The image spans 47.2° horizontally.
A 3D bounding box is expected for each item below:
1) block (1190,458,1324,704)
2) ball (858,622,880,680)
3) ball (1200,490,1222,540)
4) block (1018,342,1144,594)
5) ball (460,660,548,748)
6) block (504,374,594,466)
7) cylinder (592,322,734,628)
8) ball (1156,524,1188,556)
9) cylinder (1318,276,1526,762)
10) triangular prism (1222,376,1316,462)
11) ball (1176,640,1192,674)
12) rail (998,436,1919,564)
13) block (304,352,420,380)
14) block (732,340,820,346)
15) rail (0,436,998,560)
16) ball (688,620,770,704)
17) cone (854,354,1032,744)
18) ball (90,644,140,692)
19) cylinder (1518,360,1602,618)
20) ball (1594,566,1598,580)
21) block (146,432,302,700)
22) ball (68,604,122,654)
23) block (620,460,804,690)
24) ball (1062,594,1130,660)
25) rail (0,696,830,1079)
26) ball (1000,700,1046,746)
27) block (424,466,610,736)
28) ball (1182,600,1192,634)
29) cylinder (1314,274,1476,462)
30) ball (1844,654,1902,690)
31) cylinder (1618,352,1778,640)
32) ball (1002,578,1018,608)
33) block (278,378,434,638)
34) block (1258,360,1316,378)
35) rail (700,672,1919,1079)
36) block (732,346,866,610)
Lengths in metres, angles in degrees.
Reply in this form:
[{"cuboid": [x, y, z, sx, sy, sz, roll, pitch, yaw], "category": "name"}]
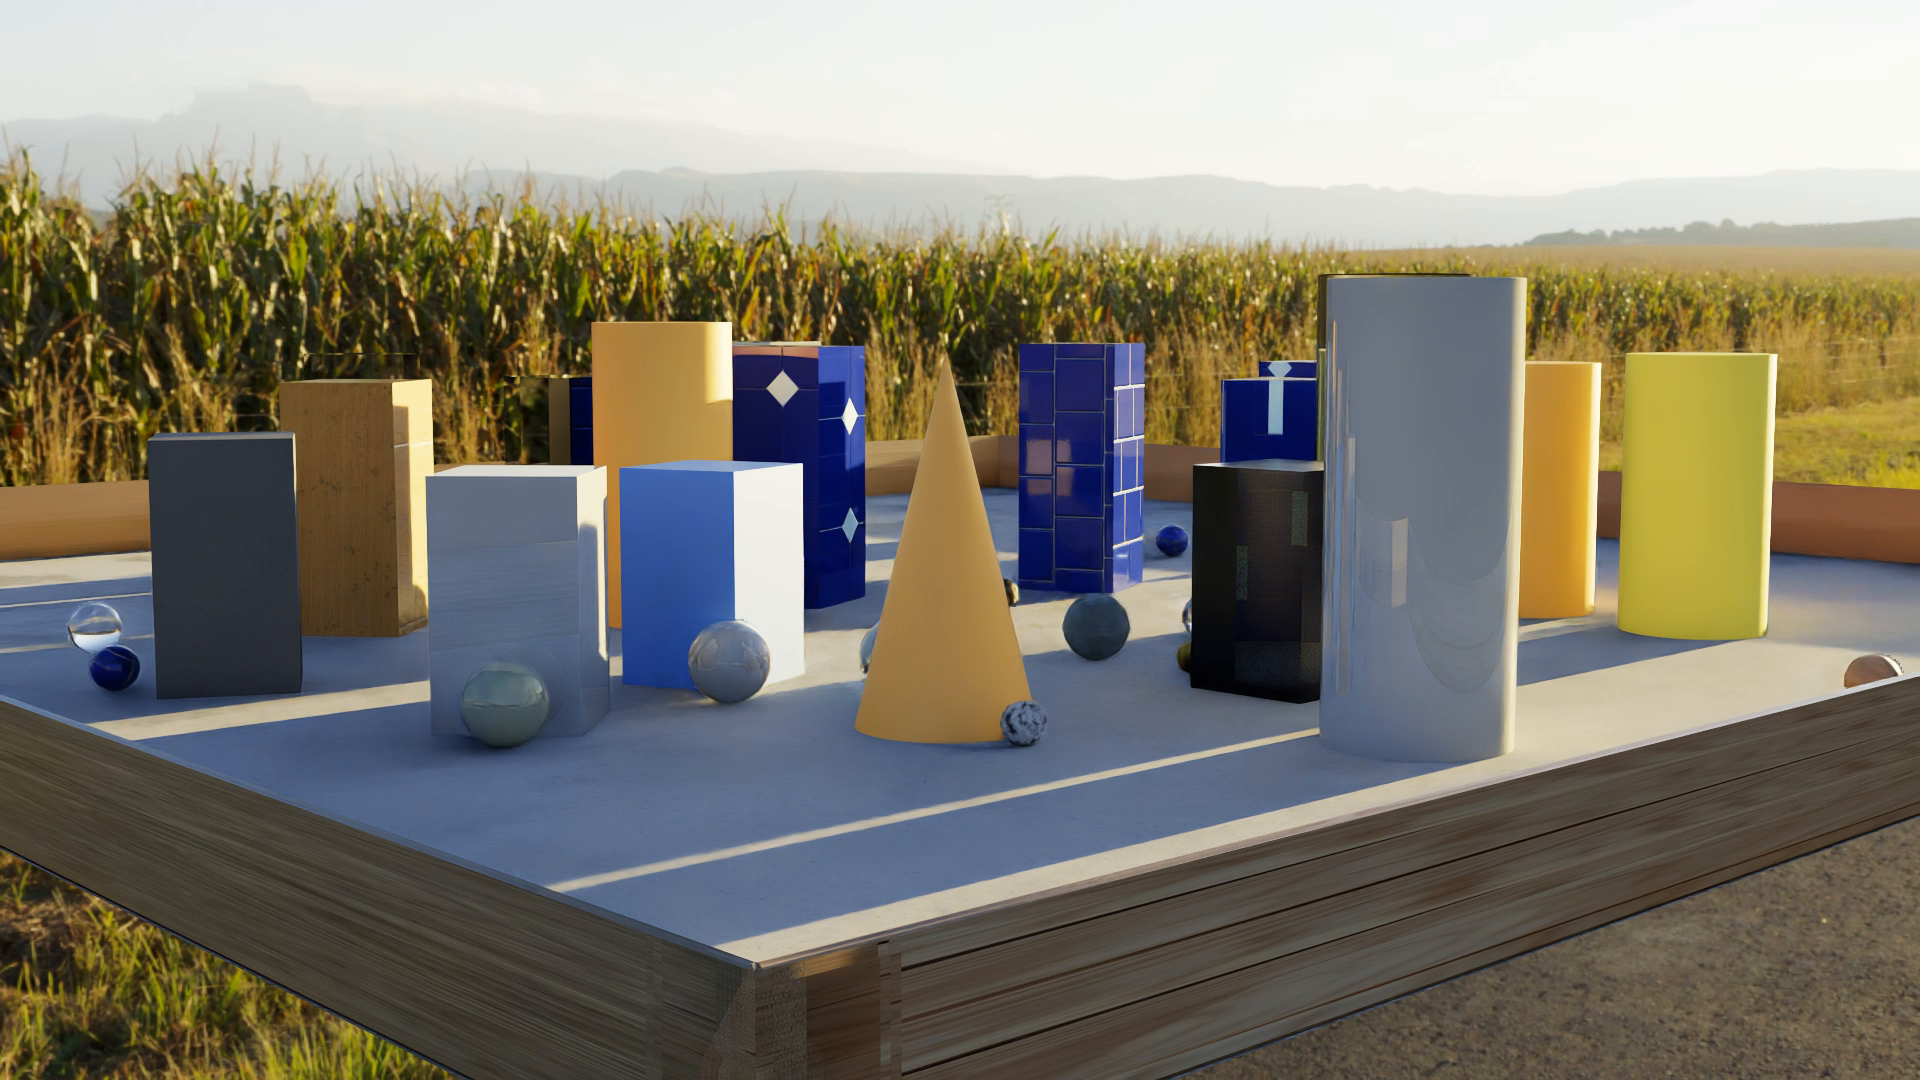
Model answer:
[{"cuboid": [0.386, 0.043, 2.595, 0.159, 0.264, 0.159, 6, 8, 45], "category": "block"}, {"cuboid": [-0.068, 0.135, 2.526, 0.097, 0.097, 0.097, 0, 6, 0], "category": "ball"}, {"cuboid": [0.515, -0.047, 4.268, 0.098, 0.098, 0.098, 0, 6, 0], "category": "ball"}, {"cuboid": [0.197, -0.121, 3.552, 0.159, 0.392, 0.159, 2, 6, 22], "category": "block"}, {"cuboid": [-0.466, 0.168, 2.249, 0.089, 0.089, 0.089, 0, 6, 0], "category": "ball"}, {"cuboid": [-0.691, -0.123, 3.875, 0.159, 0.330, 0.159, -5, 8, -40], "category": "block"}, {"cuboid": [-0.425, -0.097, 3.154, 0.198, 0.428, 0.198, 0, 6, 0], "category": "cylinder"}, {"cuboid": [0.385, 0.001, 3.992, 0.059, 0.059, 0.059, 0, 6, 0], "category": "ball"}, {"cuboid": [0.471, -0.027, 2.249, 0.198, 0.477, 0.198, 0, 6, 0], "category": "cylinder"}, {"cuboid": [0.441, -0.051, 3.083, 0.172, 0.351, 0.149, 0, 6, -2], "category": "triangular prism"}, {"cuboid": [0.287, 0.144, 2.704, 0.042, 0.042, 0.042, 0, 6, 0], "category": "ball"}, {"cuboid": [1.171, -0.078, 4.407, 0.045, 0.129, 3.214, -5, 8, -42], "category": "rail"}, {"cuboid": [-1.036, -0.138, 3.824, 0.159, 0.370, 0.159, -3, 7, -29], "category": "block"}, {"cuboid": [-0.392, -0.209, 4.448, 0.159, 0.383, 0.159, 4, 7, 35], "category": "block"}, {"cuboid": [-1.074, -0.087, 4.489, 3.235, 0.129, 0.045, -5, 8, -42], "category": "rail"}, {"cuboid": [-0.263, 0.138, 2.503, 0.094, 0.094, 0.094, 0, 6, 0], "category": "ball"}, {"cuboid": [-0.015, 0.000, 2.349, 0.198, 0.402, 0.198, 0, 6, 0], "category": "cone"}, {"cuboid": [-0.992, 0.150, 2.581, 0.054, 0.054, 0.054, 0, 6, 0], "category": "ball"}, {"cuboid": [0.845, -0.080, 3.273, 0.198, 0.368, 0.198, 0, 6, 0], "category": "cylinder"}, {"cuboid": [0.997, 0.049, 3.542, 0.057, 0.057, 0.057, 0, 6, 0], "category": "ball"}, {"cuboid": [-0.868, 0.025, 2.609, 0.159, 0.298, 0.159, -2, 6, -16], "category": "block"}, {"cuboid": [-1.127, 0.115, 2.866, 0.065, 0.065, 0.065, 0, 6, 0], "category": "ball"}, {"cuboid": [-0.298, 0.040, 2.655, 0.159, 0.259, 0.159, 3, 7, 26], "category": "block"}, {"cuboid": [0.174, 0.111, 2.811, 0.086, 0.086, 0.086, 0, 6, 0], "category": "ball"}, {"cuboid": [-1.171, 0.146, 2.257, 0.045, 0.129, 3.214, -5, 8, -42], "category": "rail"}, {"cuboid": [0.065, 0.188, 2.253, 0.047, 0.047, 0.047, 0, 6, 0], "category": "ball"}, {"cuboid": [-0.474, 0.062, 2.374, 0.159, 0.274, 0.159, 0, 6, 2], "category": "block"}, {"cuboid": [0.332, 0.105, 3.001, 0.058, 0.058, 0.058, 0, 6, 0], "category": "ball"}, {"cuboid": [0.556, -0.094, 2.826, 0.198, 0.490, 0.198, 0, 6, 0], "category": "cylinder"}, {"cuboid": [1.025, 0.159, 2.469, 0.061, 0.061, 0.061, 0, 6, 0], "category": "ball"}, {"cuboid": [1.025, -0.066, 3.062, 0.198, 0.385, 0.198, 0, 6, 0], "category": "cylinder"}, {"cuboid": [0.065, 0.080, 3.296, 0.045, 0.045, 0.045, 0, 6, 0], "category": "ball"}, {"cuboid": [-0.839, -0.049, 3.076, 0.159, 0.347, 0.159, 1, 6, 5], "category": "block"}, {"cuboid": [0.687, -0.172, 4.260, 0.159, 0.347, 0.159, 5, 8, 40], "category": "block"}, {"cuboid": [1.074, 0.154, 2.175, 3.235, 0.129, 0.045, -5, 8, -42], "category": "rail"}, {"cuboid": [-0.251, -0.102, 3.376, 0.159, 0.391, 0.159, 3, 6, 23], "category": "block"}]
